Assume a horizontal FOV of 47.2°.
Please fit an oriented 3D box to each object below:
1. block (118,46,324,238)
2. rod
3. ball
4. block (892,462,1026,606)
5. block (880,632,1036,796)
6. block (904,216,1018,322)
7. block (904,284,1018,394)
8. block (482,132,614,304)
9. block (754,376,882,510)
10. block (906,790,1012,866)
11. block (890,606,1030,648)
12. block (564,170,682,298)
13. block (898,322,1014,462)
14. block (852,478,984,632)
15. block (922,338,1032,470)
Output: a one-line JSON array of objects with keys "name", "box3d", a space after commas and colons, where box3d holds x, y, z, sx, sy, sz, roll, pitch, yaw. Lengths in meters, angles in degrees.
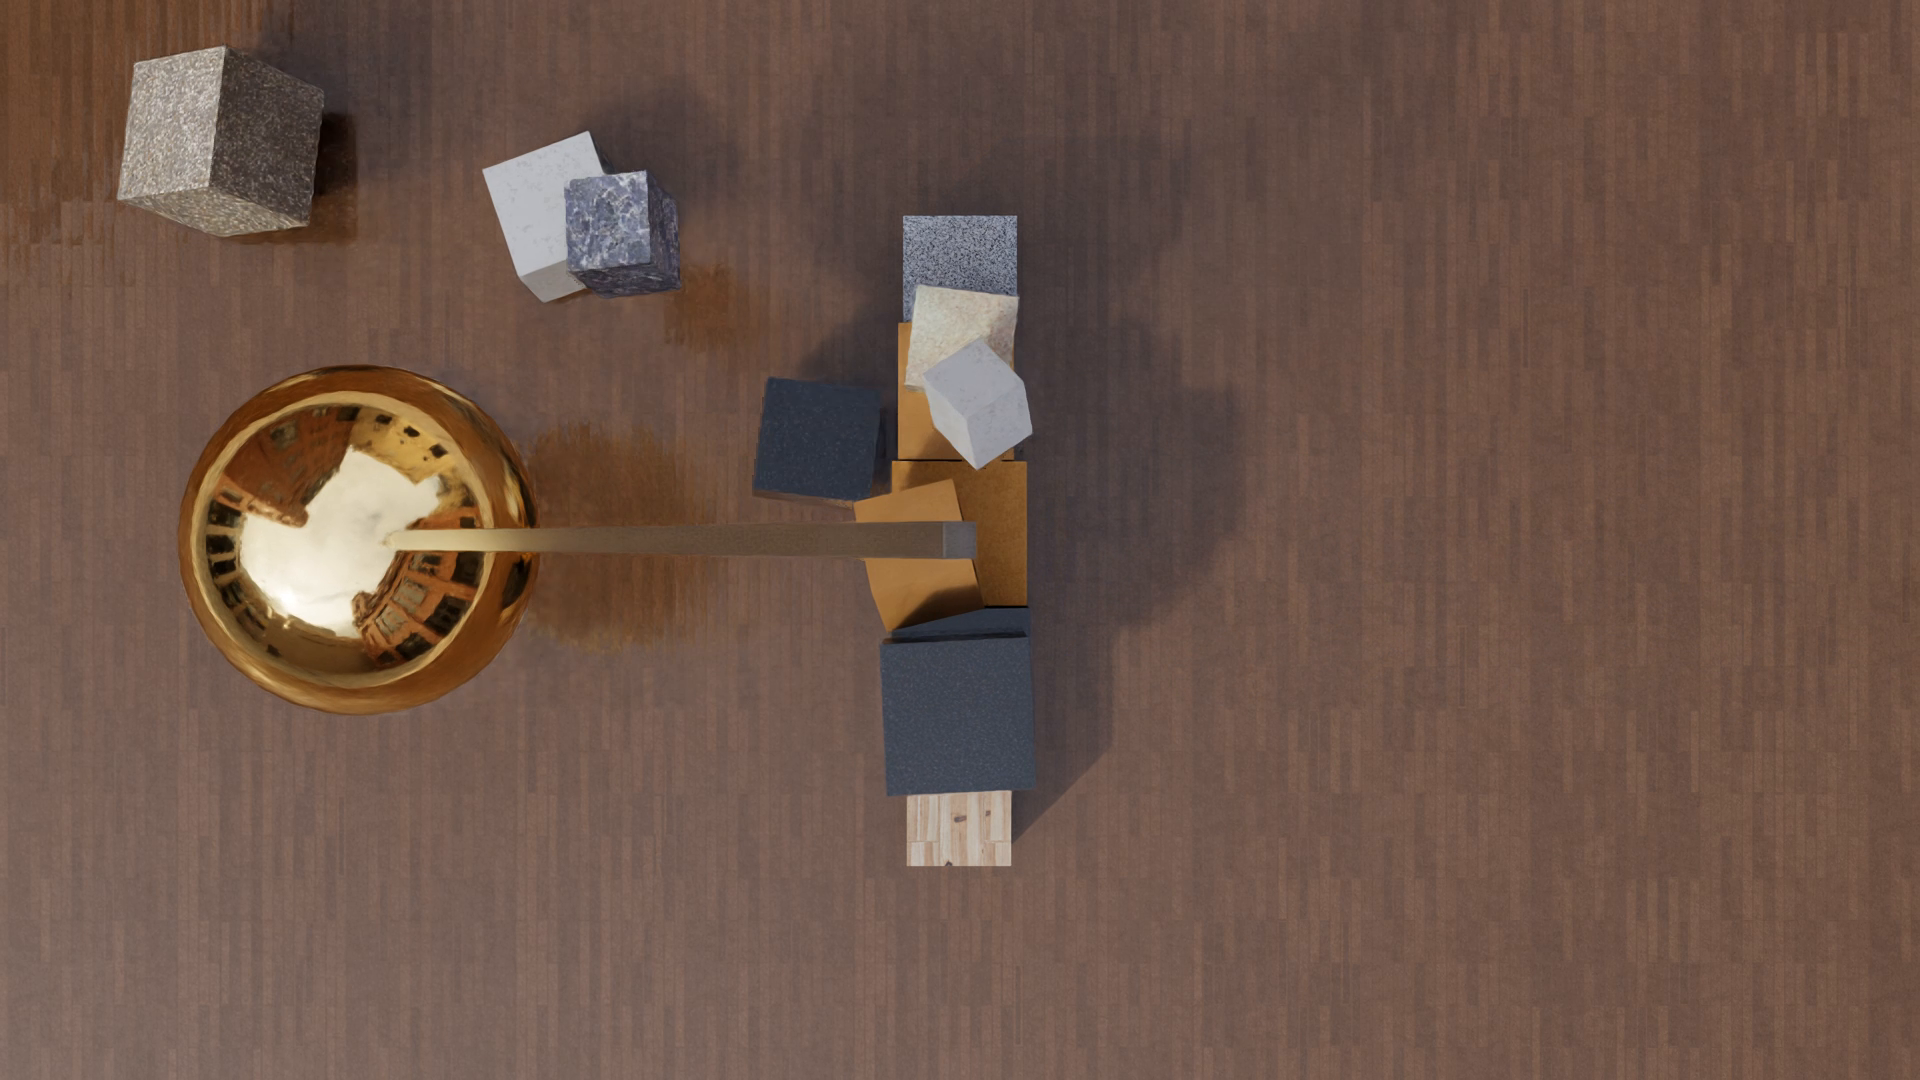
[{"name": "block", "box3d": [-4.171, -2.237, 12.440, 0.727, 0.731, 0.801, -2, 79, 30]}, {"name": "rod", "box3d": [-1.175, 0.000, 6.959, 0.080, 5.200, 0.080, 0, 90, -27]}, {"name": "ball", "box3d": [-2.712, 0.000, 9.992, 1.600, 1.600, 1.600, 0, 90, 0]}, {"name": "block", "box3d": [-0.001, -0.037, 12.645, 0.749, 0.711, 0.804, 0, 90, 0]}, {"name": "block", "box3d": [-0.012, 0.915, 11.752, 0.773, 0.736, 0.786, -3, 90, 0]}, {"name": "block", "box3d": [0.001, -1.522, 12.674, 0.640, 0.652, 0.598, 0, 90, 0]}, {"name": "block", "box3d": [0.010, -1.068, 12.047, 0.550, 0.521, 0.540, 7, 90, 0]}, {"name": "block", "box3d": [-2.272, -1.850, 12.664, 0.642, 0.568, 0.669, -20, 80, 0]}, {"name": "block", "box3d": [-0.813, -0.541, 12.543, 0.647, 0.583, 0.631, 7, 86, -4]}, {"name": "block", "box3d": [-0.006, 1.476, 12.646, 0.582, 0.708, 0.691, 0, 90, 0]}, {"name": "block", "box3d": [0.004, 0.750, 12.560, 0.768, 0.880, 0.745, 0, 90, 0]}, {"name": "block", "box3d": [-1.742, -1.574, 11.391, 0.434, 0.547, 0.481, -5, 81, 8]}, {"name": "block", "box3d": [-0.020, -0.833, 12.654, 0.646, 0.692, 0.764, 0, 90, 0]}, {"name": "block", "box3d": [-0.220, 0.086, 11.926, 0.551, 0.533, 0.547, -14, 64, 1]}, {"name": "block", "box3d": [0.092, -0.708, 11.431, 0.367, 0.435, 0.391, -34, 57, -14]}]
